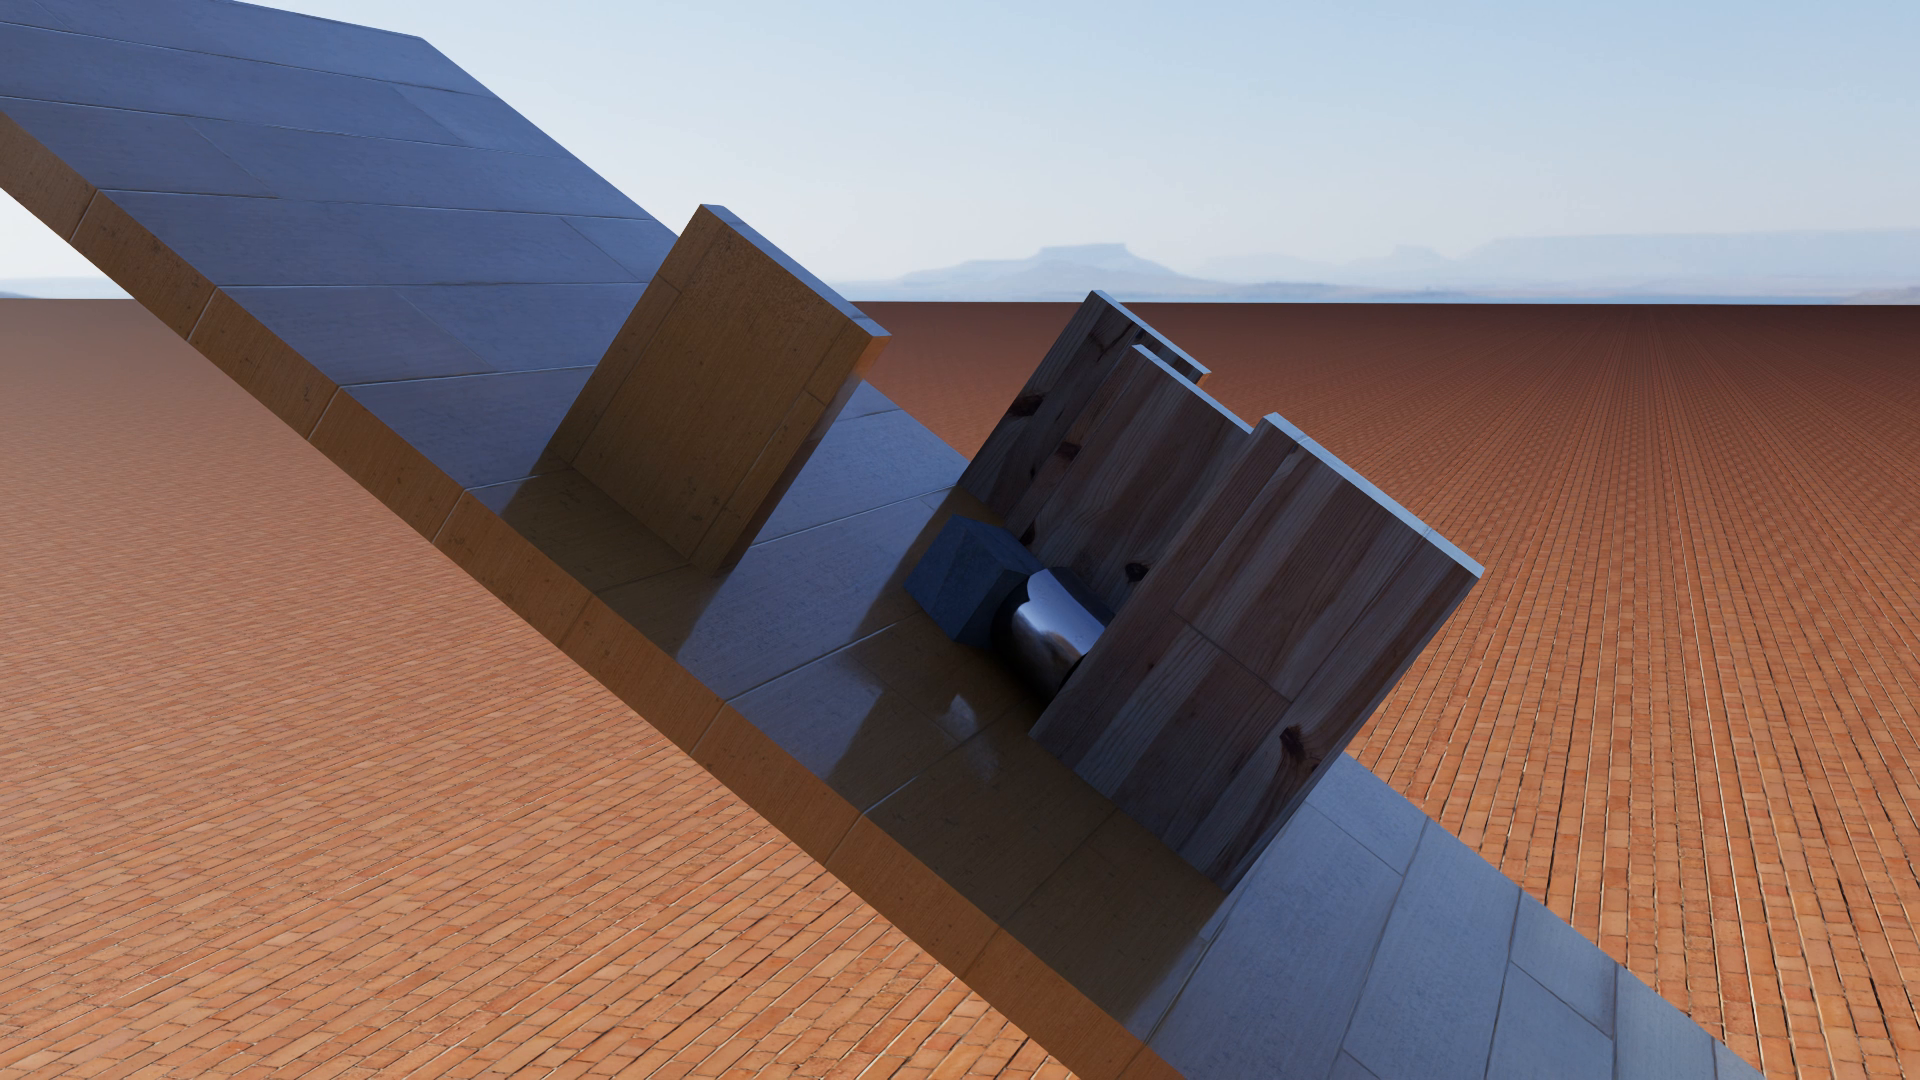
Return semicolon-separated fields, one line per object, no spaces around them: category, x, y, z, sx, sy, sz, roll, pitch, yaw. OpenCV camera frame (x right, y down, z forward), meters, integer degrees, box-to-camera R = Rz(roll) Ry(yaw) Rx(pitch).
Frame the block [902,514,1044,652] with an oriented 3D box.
block;0.039;0.081;4.009;0.166;0.166;0.166;16;25;-50

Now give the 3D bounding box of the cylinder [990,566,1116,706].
cylinder;0.194;0.188;3.948;0.202;0.202;0.202;-6;40;-40

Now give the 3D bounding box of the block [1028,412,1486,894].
block;0.489;0.189;3.679;0.430;0.675;0.131;38;16;10

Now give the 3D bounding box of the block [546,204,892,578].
block;-0.385;-0.236;3.488;0.349;0.471;0.089;38;16;10

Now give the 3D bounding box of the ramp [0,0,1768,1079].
ramp;-0.078;0.145;4.076;4.000;0.100;2.000;38;16;10

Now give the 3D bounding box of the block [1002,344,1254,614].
block;0.272;-0.042;4.083;0.285;0.581;0.080;38;16;10

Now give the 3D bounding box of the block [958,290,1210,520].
block;0.267;-0.244;4.786;0.301;0.518;0.089;38;16;10
